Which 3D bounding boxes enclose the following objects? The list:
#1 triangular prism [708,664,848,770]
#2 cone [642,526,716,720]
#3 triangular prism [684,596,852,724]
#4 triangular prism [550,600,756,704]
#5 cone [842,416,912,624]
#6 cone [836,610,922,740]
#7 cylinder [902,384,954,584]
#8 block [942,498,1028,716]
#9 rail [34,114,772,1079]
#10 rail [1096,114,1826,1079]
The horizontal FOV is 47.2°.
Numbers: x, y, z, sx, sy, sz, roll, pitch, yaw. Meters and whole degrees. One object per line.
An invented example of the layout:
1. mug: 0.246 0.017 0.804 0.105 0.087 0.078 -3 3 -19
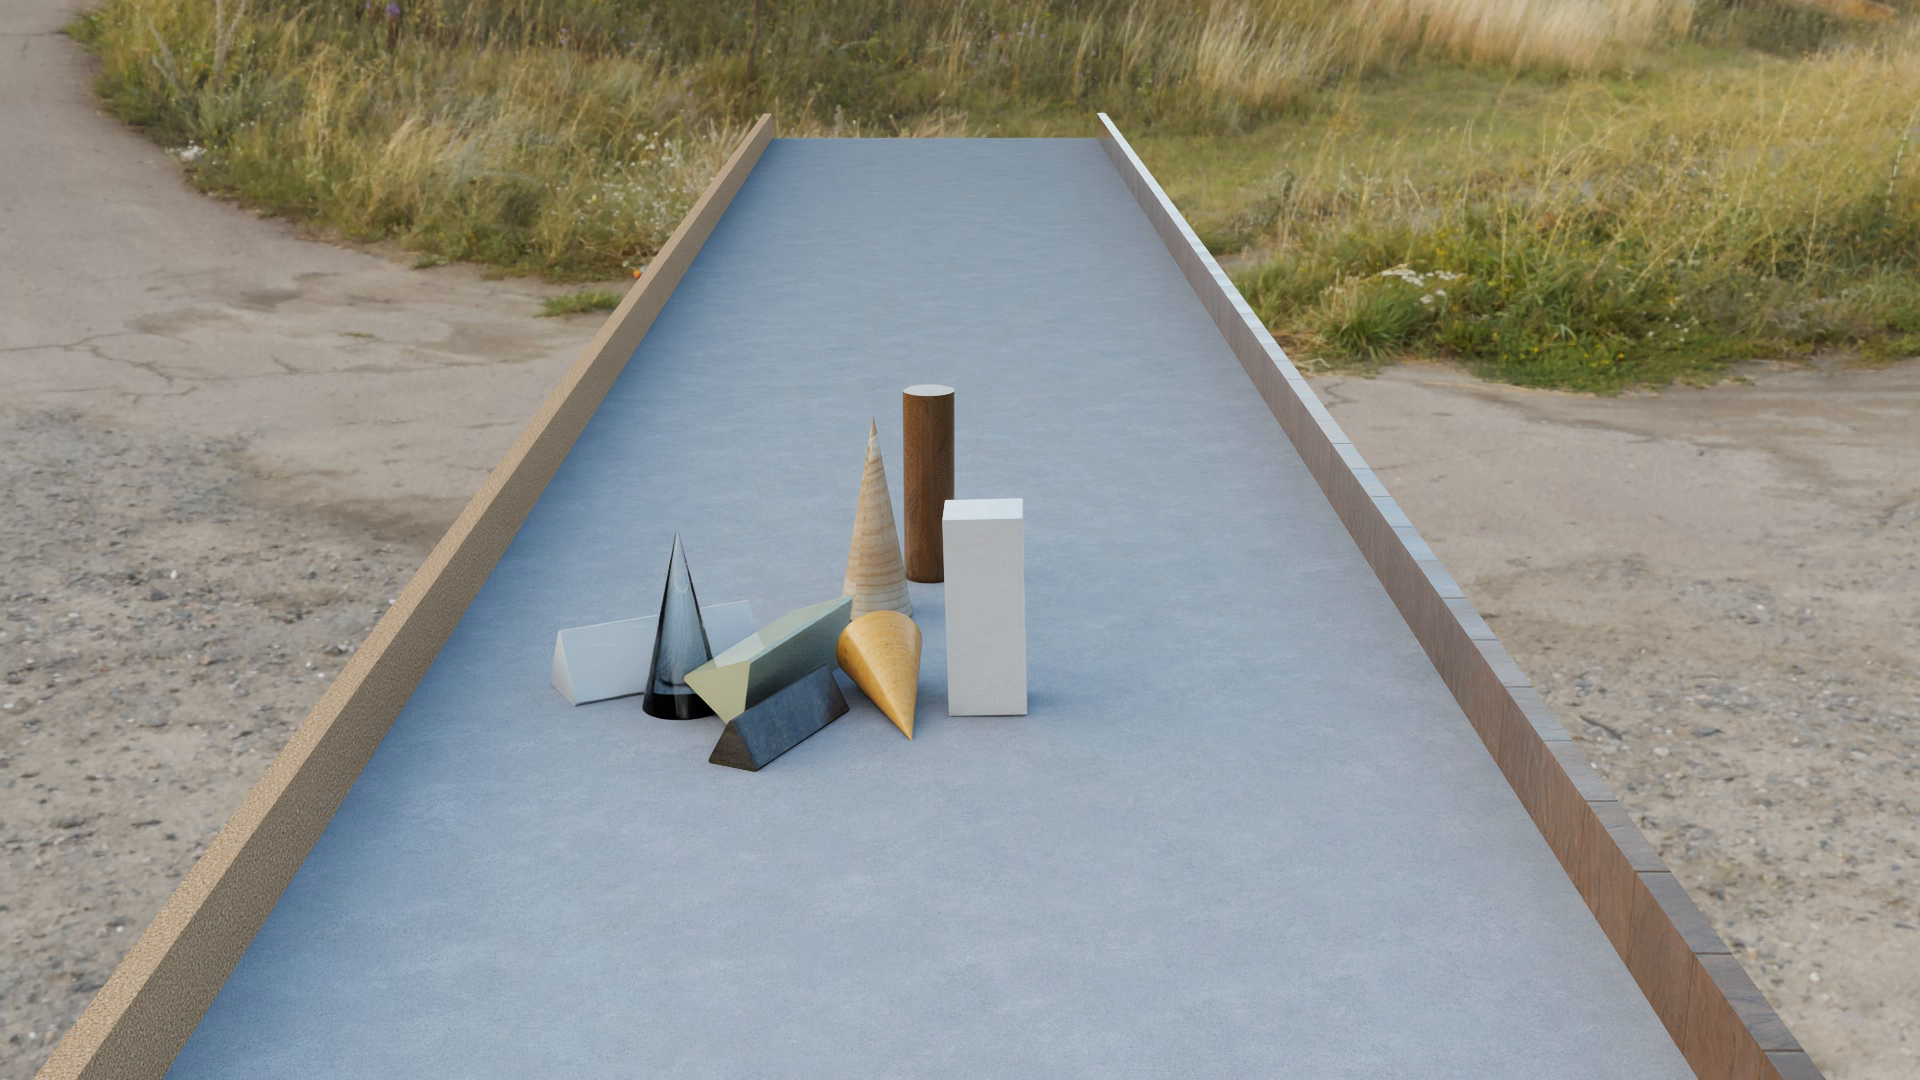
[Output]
1. triangular prism: -0.327 0.316 4.007 0.099 0.086 0.333 8 18 25
2. cone: -0.524 0.143 4.122 0.157 0.355 0.157 0 17 0
3. triangular prism: -0.334 0.208 4.187 0.147 0.127 0.416 45 28 7
4. triangular prism: -0.592 0.207 4.297 0.390 0.127 0.147 -9 19 -28
5. cone: -0.180 -0.050 4.628 0.160 0.438 0.160 0 17 0
6. cone: -0.122 0.286 4.119 0.171 0.171 0.304 -4 33 -13
7. cylinder: -0.069 -0.124 4.894 0.114 0.428 0.114 0 17 0
8. block: 0.049 0.125 4.129 0.146 0.379 0.146 -1 15 2
9. rail: -1.118 -0.838 7.780 0.050 0.150 12.000 0 17 -1
10. rail: 0.932 -0.844 7.801 0.050 0.150 12.000 0 17 -1
